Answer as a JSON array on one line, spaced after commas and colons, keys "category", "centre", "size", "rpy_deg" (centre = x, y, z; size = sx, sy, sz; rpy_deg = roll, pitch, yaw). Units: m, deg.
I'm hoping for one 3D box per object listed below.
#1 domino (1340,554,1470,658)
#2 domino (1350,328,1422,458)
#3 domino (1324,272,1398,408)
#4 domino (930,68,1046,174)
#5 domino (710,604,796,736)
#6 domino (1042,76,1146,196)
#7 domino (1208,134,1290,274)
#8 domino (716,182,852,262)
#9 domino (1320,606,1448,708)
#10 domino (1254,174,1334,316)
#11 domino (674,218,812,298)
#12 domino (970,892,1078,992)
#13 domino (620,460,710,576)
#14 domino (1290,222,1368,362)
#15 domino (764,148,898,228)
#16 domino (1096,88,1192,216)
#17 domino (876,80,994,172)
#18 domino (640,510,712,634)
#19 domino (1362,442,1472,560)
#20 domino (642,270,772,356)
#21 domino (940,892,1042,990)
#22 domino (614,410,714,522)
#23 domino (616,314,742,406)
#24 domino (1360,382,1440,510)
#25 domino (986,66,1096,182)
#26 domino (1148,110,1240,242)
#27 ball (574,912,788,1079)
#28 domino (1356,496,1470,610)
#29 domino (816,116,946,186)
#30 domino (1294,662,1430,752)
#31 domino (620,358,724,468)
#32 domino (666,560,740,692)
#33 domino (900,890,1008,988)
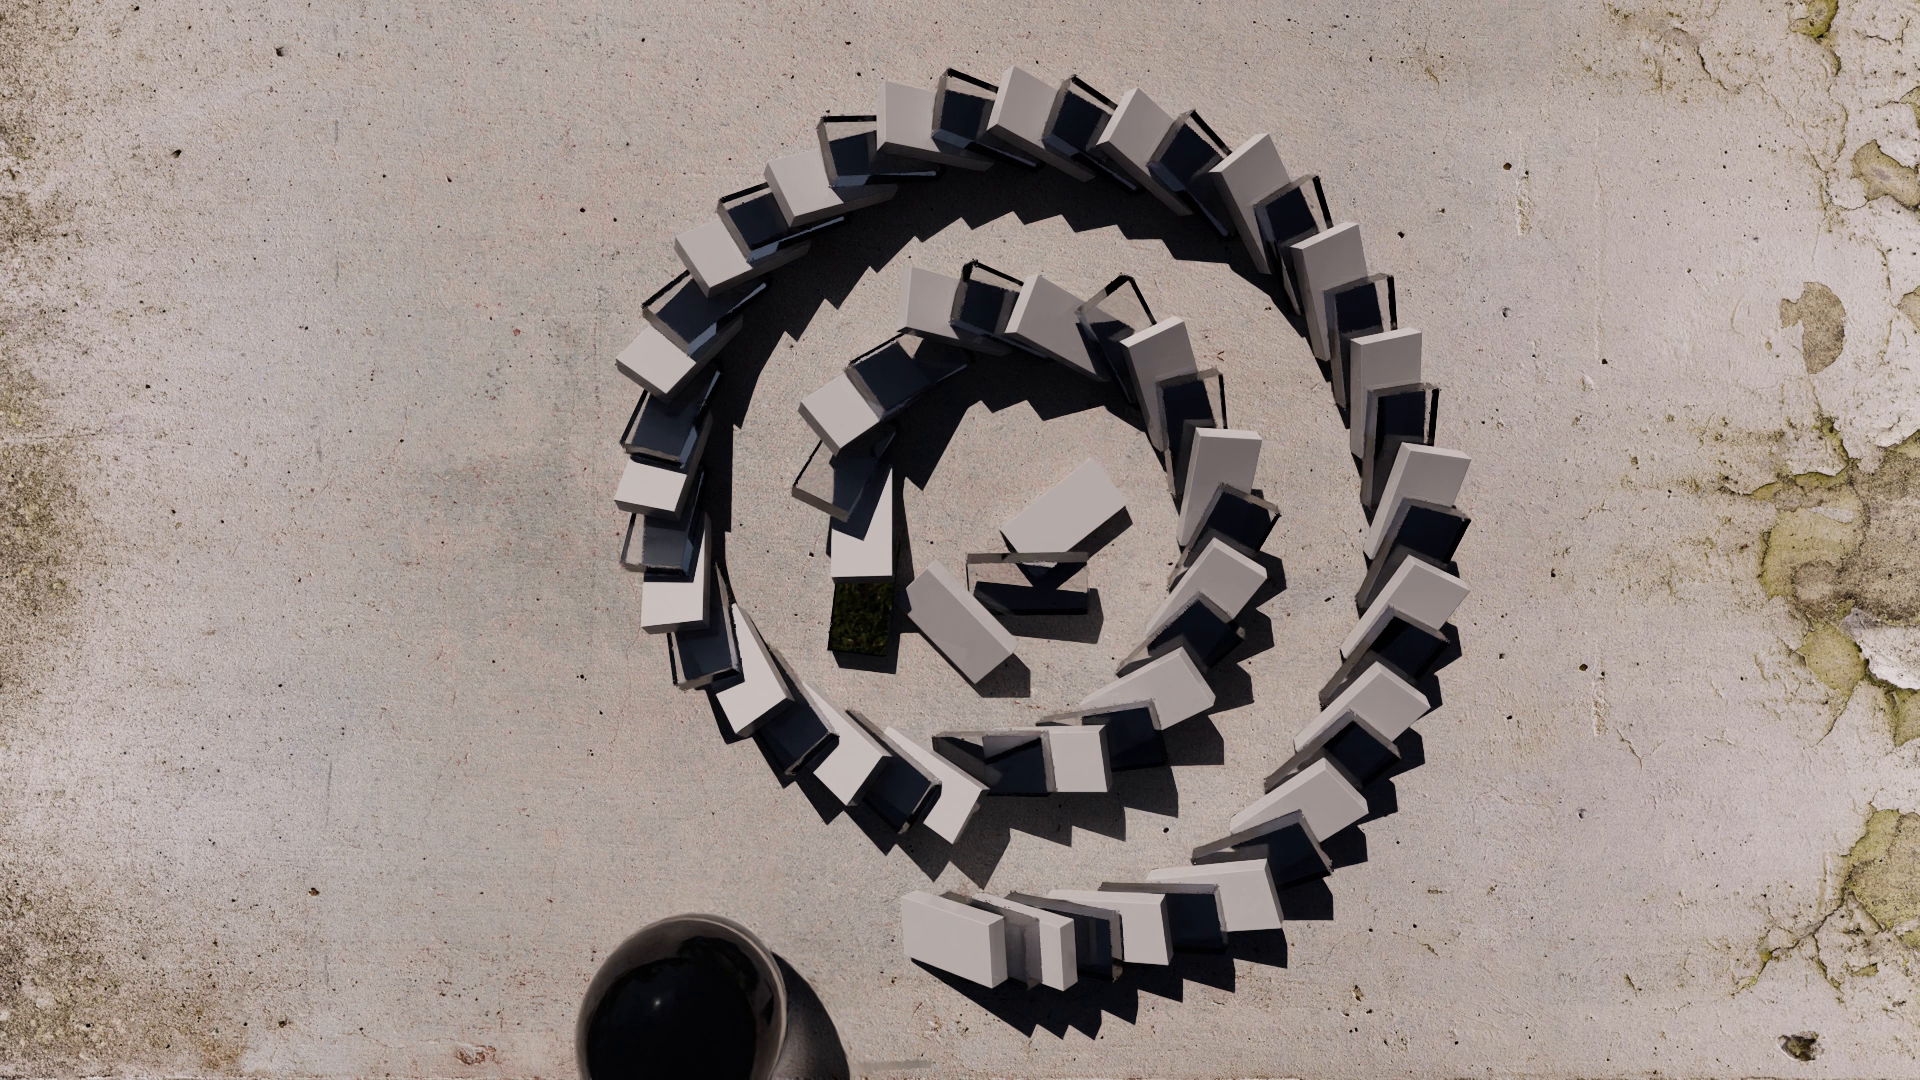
[{"category": "domino", "centre": [0.186, 0.034, 0.385], "size": [0.025, 0.010, 0.050], "rpy_deg": [26, 115, 0]}, {"category": "domino", "centre": [0.179, -0.061, 0.385], "size": [0.025, 0.009, 0.050], "rpy_deg": [-12, 115, 0]}, {"category": "domino", "centre": [0.170, -0.083, 0.385], "size": [0.025, 0.009, 0.050], "rpy_deg": [-18, 115, 0]}, {"category": "domino", "centre": [0.014, -0.175, 0.385], "size": [0.050, 0.010, 0.025], "rpy_deg": [8, 89, -26]}, {"category": "domino", "centre": [-0.092, 0.054, 0.385], "size": [0.025, 0.009, 0.050], "rpy_deg": [-35, 64, 0]}, {"category": "domino", "centre": [0.061, -0.169, 0.385], "size": [0.050, 0.009, 0.025], "rpy_deg": [21, 90, -25]}, {"category": "domino", "centre": [0.128, -0.140, 0.385], "size": [0.025, 0.009, 0.050], "rpy_deg": [-39, 116, 0]}, {"category": "domino", "centre": [-0.073, -0.138, 0.385], "size": [0.050, 0.009, 0.025], "rpy_deg": [-31, 90, -25]}, {"category": "domino", "centre": [0.177, 0.055, 0.385], "size": [0.025, 0.010, 0.050], "rpy_deg": [27, 115, 0]}, {"category": "domino", "centre": [0.144, -0.123, 0.385], "size": [0.025, 0.009, 0.050], "rpy_deg": [-31, 116, 0]}, {"category": "domino", "centre": [-0.091, -0.124, 0.385], "size": [0.050, 0.010, 0.025], "rpy_deg": [-34, 90, -25]}, {"category": "domino", "centre": [0.025, 0.165, 0.380], "size": [0.050, 0.009, 0.025], "rpy_deg": [-3, 90, 43]}, {"category": "domino", "centre": [-0.123, -0.011, 0.385], "size": [0.025, 0.009, 0.050], "rpy_deg": [4, 64, 0]}, {"category": "domino", "centre": [0.158, -0.104, 0.385], "size": [0.025, 0.010, 0.050], "rpy_deg": [-24, 115, 0]}, {"category": "domino", "centre": [-0.054, -0.151, 0.385], "size": [0.050, 0.009, 0.025], "rpy_deg": [-26, 90, -25]}, {"category": "domino", "centre": [0.084, -0.162, 0.385], "size": [0.050, 0.010, 0.025], "rpy_deg": [29, 90, -25]}, {"category": "domino", "centre": [-0.010, -0.173, 0.385], "size": [0.050, 0.009, 0.025], "rpy_deg": [0, 89, -26]}, {"category": "domino", "centre": [-0.119, 0.013, 0.385], "size": [0.025, 0.009, 0.050], "rpy_deg": [-6, 64, 0]}, {"category": "domino", "centre": [0.191, -0.014, 0.385], "size": [0.025, 0.009, 0.050], "rpy_deg": [8, 116, 0]}, {"category": "domino", "centre": [-0.105, -0.103, 0.385], "size": [0.025, 0.009, 0.050], "rpy_deg": [41, 64, 0]}, {"category": "domino", "centre": [0.011, 0.165, 0.380], "size": [0.050, 0.009, 0.025], "rpy_deg": [-3, 90, 43]}, {"category": "domino", "centre": [-0.124, -0.034, 0.385], "size": [0.025, 0.010, 0.050], "rpy_deg": [11, 64, 0]}, {"category": "domino", "centre": [-0.117, -0.083, 0.385], "size": [0.025, 0.009, 0.050], "rpy_deg": [35, 64, 0]}, {"category": "domino", "centre": [0.184, -0.039, 0.385], "size": [0.025, 0.009, 0.050], "rpy_deg": [-8, 115, 0]}, {"category": "domino", "centre": [0.038, -0.174, 0.385], "size": [0.050, 0.009, 0.025], "rpy_deg": [17, 90, -25]}, {"category": "domino", "centre": [0.105, -0.152, 0.385], "size": [0.050, 0.009, 0.025], "rpy_deg": [34, 90, -26]}, {"category": "ball", "centre": [-0.108, 0.189, 0.360], "size": [0.080, 0.080, 0.080], "rpy_deg": [0, 90, 0]}, {"category": "domino", "centre": [0.189, 0.009, 0.385], "size": [0.025, 0.010, 0.050], "rpy_deg": [14, 116, 0]}, {"category": "domino", "centre": [-0.033, -0.164, 0.385], "size": [0.050, 0.010, 0.025], "rpy_deg": [-14, 90, -26]}, {"category": "domino", "centre": [0.168, 0.077, 0.385], "size": [0.025, 0.010, 0.050], "rpy_deg": [36, 115, 0]}, {"category": "domino", "centre": [-0.120, -0.057, 0.385], "size": [0.025, 0.009, 0.050], "rpy_deg": [15, 64, 0]}, {"category": "domino", "centre": [-0.110, 0.035, 0.385], "size": [0.025, 0.010, 0.050], "rpy_deg": [-17, 63, 0]}, {"category": "domino", "centre": [-0.003, 0.164, 0.380], "size": [0.050, 0.009, 0.025], "rpy_deg": [-3, 90, 43]}]
